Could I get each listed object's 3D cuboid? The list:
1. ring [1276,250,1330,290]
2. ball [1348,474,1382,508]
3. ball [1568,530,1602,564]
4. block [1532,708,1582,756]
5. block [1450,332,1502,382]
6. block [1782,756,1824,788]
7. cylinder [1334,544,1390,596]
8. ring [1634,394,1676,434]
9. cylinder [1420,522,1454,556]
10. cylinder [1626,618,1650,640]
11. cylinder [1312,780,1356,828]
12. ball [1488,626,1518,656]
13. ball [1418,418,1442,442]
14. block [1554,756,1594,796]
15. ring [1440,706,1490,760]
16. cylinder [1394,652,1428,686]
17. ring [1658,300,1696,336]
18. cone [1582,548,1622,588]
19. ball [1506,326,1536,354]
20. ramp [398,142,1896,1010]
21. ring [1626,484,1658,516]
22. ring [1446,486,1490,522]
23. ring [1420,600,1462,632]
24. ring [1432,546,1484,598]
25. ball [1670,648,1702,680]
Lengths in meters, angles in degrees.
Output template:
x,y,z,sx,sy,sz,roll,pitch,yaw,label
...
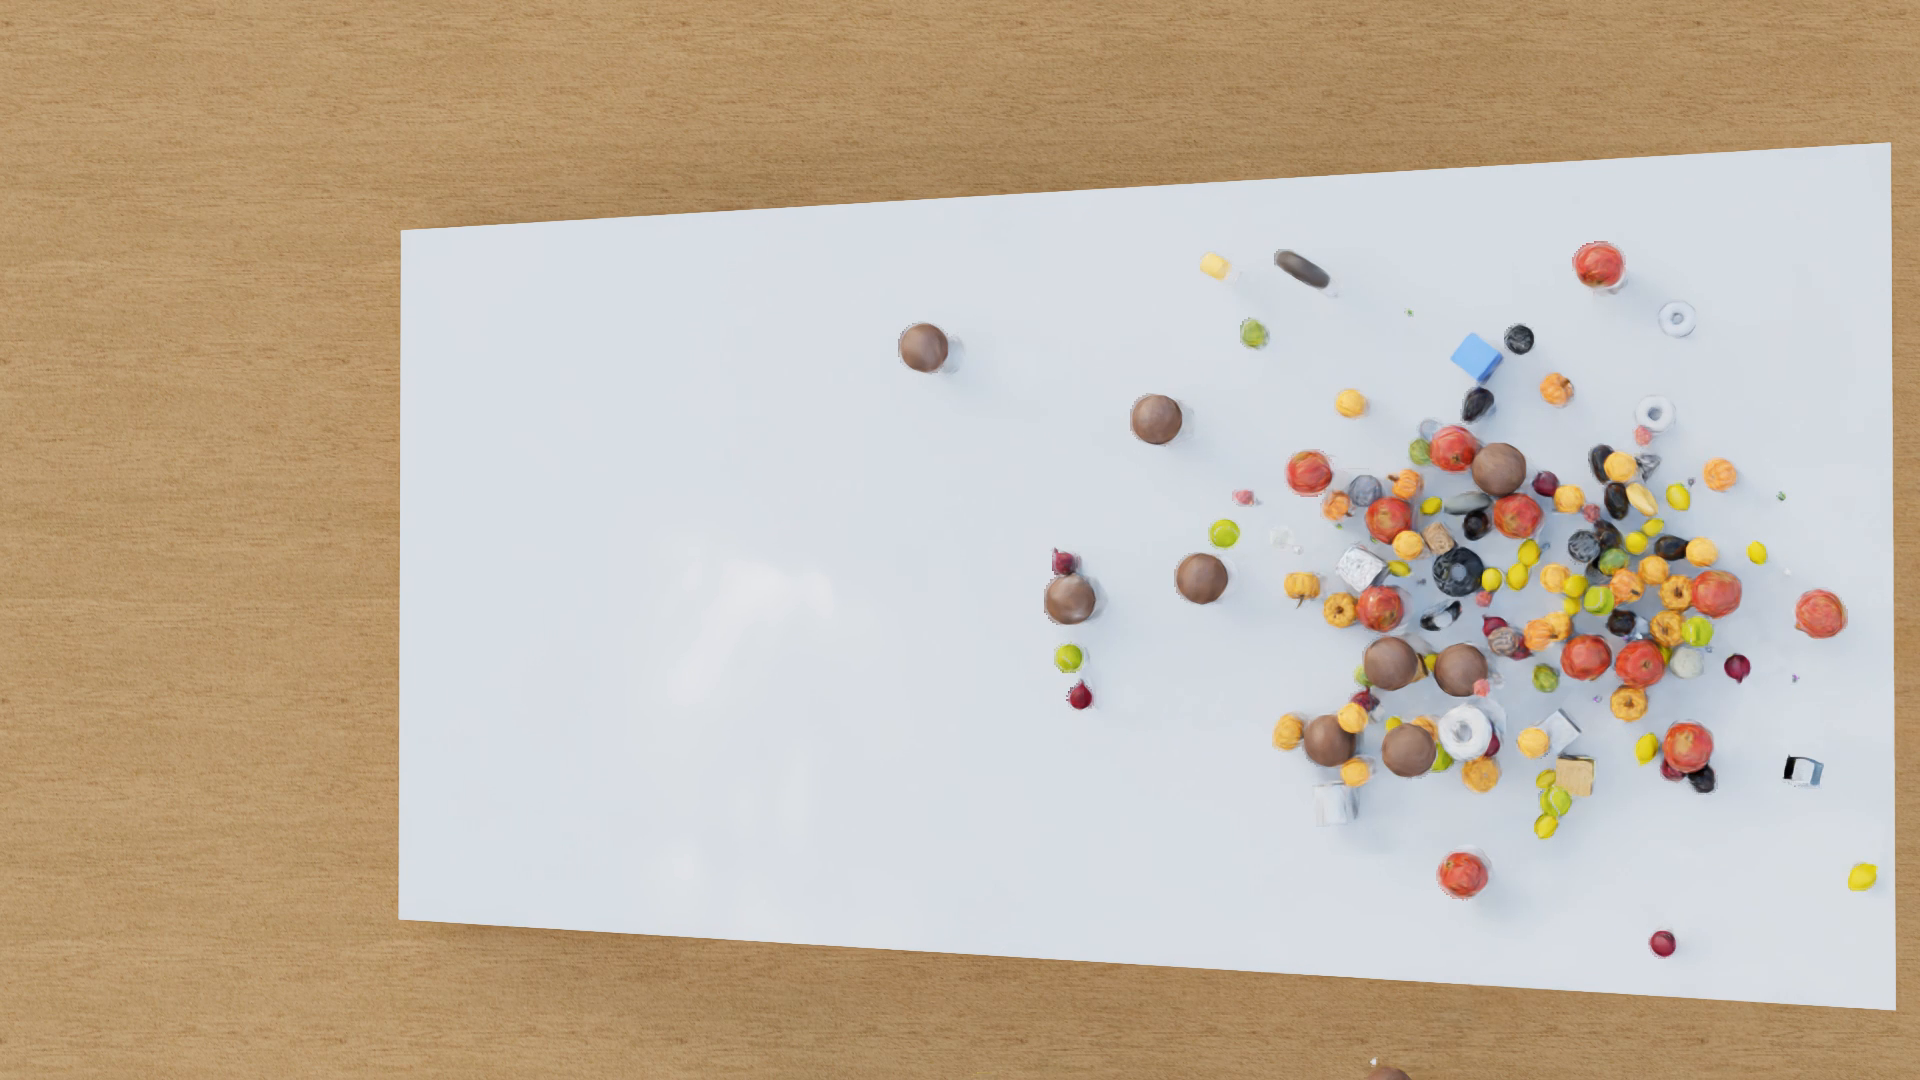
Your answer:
x,y,z,sx,sy,sz,roll,pitch,yaw,label
0.848,-0.667,5.437,0.148,0.148,0.049,31,98,0,ring
1.001,-0.121,5.429,0.081,0.081,0.081,0,89,0,ball
1.473,0.017,5.190,0.077,0.077,0.077,0,89,0,ball
1.433,0.460,5.273,0.077,0.077,0.077,-44,76,14,block
1.254,-0.444,5.344,0.084,0.084,0.084,41,102,15,block
1.944,0.534,5.070,0.056,0.056,0.056,20,80,-23,block
0.991,0.073,5.418,0.094,0.094,0.094,40,89,22,cylinder
1.654,-0.300,5.230,0.094,0.031,0.094,0,89,22,ring
1.166,-0.003,5.371,0.059,0.059,0.059,-36,107,0,cylinder
1.611,0.211,5.226,0.054,0.054,0.054,-1,88,20,cylinder
0.924,0.652,5.440,0.090,0.090,0.090,-16,101,0,cylinder
1.294,0.243,5.241,0.071,0.071,0.071,0,89,0,ball
1.154,-0.271,5.391,0.056,0.056,0.056,0,89,0,ball
1.469,0.565,5.256,0.082,0.082,0.082,4,91,19,block
1.196,0.457,5.207,0.131,0.044,0.131,-4,84,38,ring
1.104,0.317,5.387,0.064,0.064,0.064,-21,89,19,cylinder
1.703,-0.525,5.218,0.086,0.029,0.086,-1,88,18,ring
1.517,0.085,5.263,0.097,0.097,0.097,30,131,0,cone
1.354,-0.484,5.317,0.070,0.070,0.070,0,89,0,ball
0.279,0.091,5.774,4.000,0.100,2.000,0,89,19,ramp
1.616,-0.096,5.211,0.092,0.092,0.031,46,122,1,ring
1.230,-0.087,5.329,0.115,0.115,0.038,-26,60,0,ring
1.171,0.183,5.355,0.111,0.111,0.037,-32,102,0,ring
1.215,0.078,5.364,0.123,0.041,0.123,-1,84,6,ring
1.708,0.291,5.174,0.076,0.076,0.076,0,89,0,ball
